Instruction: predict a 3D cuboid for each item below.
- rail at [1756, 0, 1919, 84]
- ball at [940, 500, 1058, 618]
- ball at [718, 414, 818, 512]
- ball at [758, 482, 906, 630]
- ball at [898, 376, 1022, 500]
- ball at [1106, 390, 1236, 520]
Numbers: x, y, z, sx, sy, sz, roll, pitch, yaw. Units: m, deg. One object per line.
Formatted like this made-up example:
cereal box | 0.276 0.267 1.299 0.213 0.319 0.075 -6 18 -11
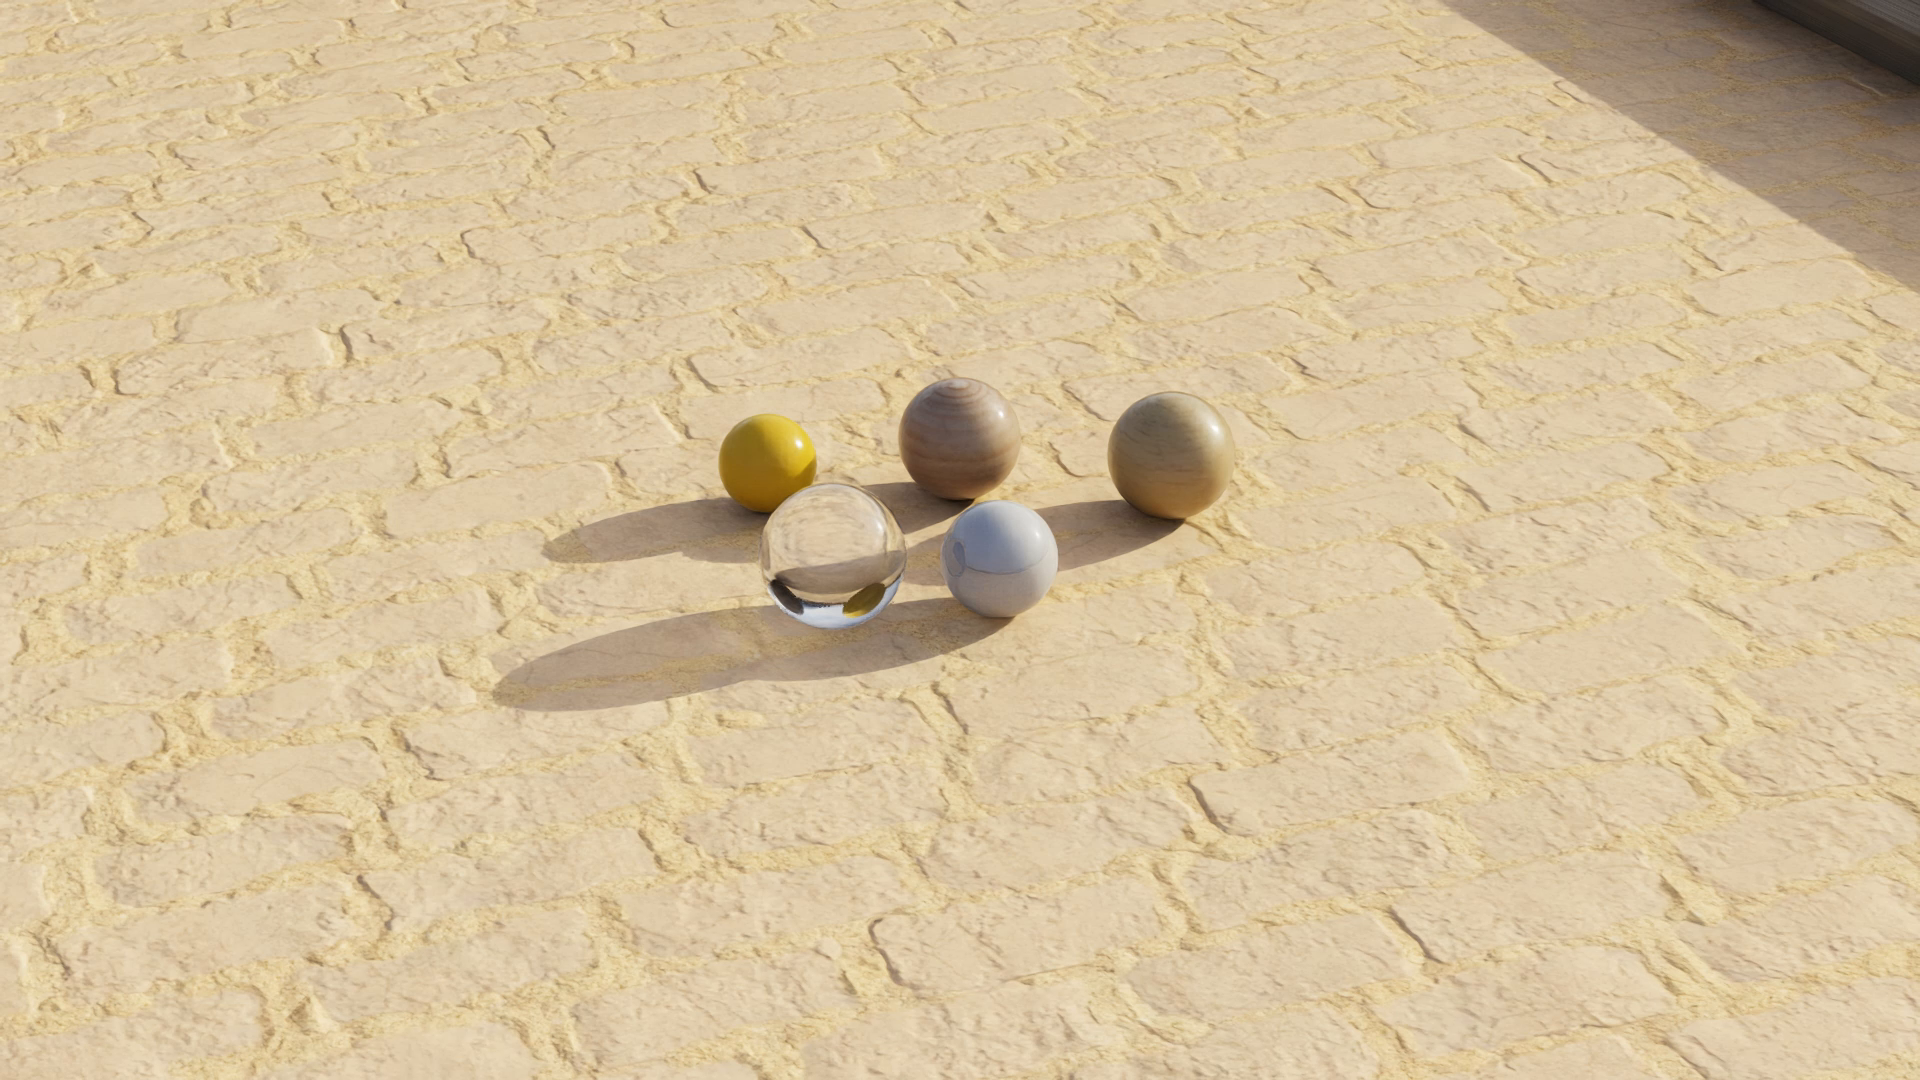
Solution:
rail | 0.706 -0.640 2.949 0.045 0.123 3.875 -10 30 -18
ball | 0.024 0.011 1.803 0.073 0.073 0.073 0 28 0
ball | -0.126 -0.050 1.925 0.065 0.065 0.065 0 28 0
ball | -0.077 0.010 1.788 0.090 0.090 0.090 0 28 0
ball | 0.000 -0.067 1.938 0.081 0.081 0.081 0 28 0
ball | 0.137 -0.055 1.914 0.084 0.084 0.084 0 28 0
